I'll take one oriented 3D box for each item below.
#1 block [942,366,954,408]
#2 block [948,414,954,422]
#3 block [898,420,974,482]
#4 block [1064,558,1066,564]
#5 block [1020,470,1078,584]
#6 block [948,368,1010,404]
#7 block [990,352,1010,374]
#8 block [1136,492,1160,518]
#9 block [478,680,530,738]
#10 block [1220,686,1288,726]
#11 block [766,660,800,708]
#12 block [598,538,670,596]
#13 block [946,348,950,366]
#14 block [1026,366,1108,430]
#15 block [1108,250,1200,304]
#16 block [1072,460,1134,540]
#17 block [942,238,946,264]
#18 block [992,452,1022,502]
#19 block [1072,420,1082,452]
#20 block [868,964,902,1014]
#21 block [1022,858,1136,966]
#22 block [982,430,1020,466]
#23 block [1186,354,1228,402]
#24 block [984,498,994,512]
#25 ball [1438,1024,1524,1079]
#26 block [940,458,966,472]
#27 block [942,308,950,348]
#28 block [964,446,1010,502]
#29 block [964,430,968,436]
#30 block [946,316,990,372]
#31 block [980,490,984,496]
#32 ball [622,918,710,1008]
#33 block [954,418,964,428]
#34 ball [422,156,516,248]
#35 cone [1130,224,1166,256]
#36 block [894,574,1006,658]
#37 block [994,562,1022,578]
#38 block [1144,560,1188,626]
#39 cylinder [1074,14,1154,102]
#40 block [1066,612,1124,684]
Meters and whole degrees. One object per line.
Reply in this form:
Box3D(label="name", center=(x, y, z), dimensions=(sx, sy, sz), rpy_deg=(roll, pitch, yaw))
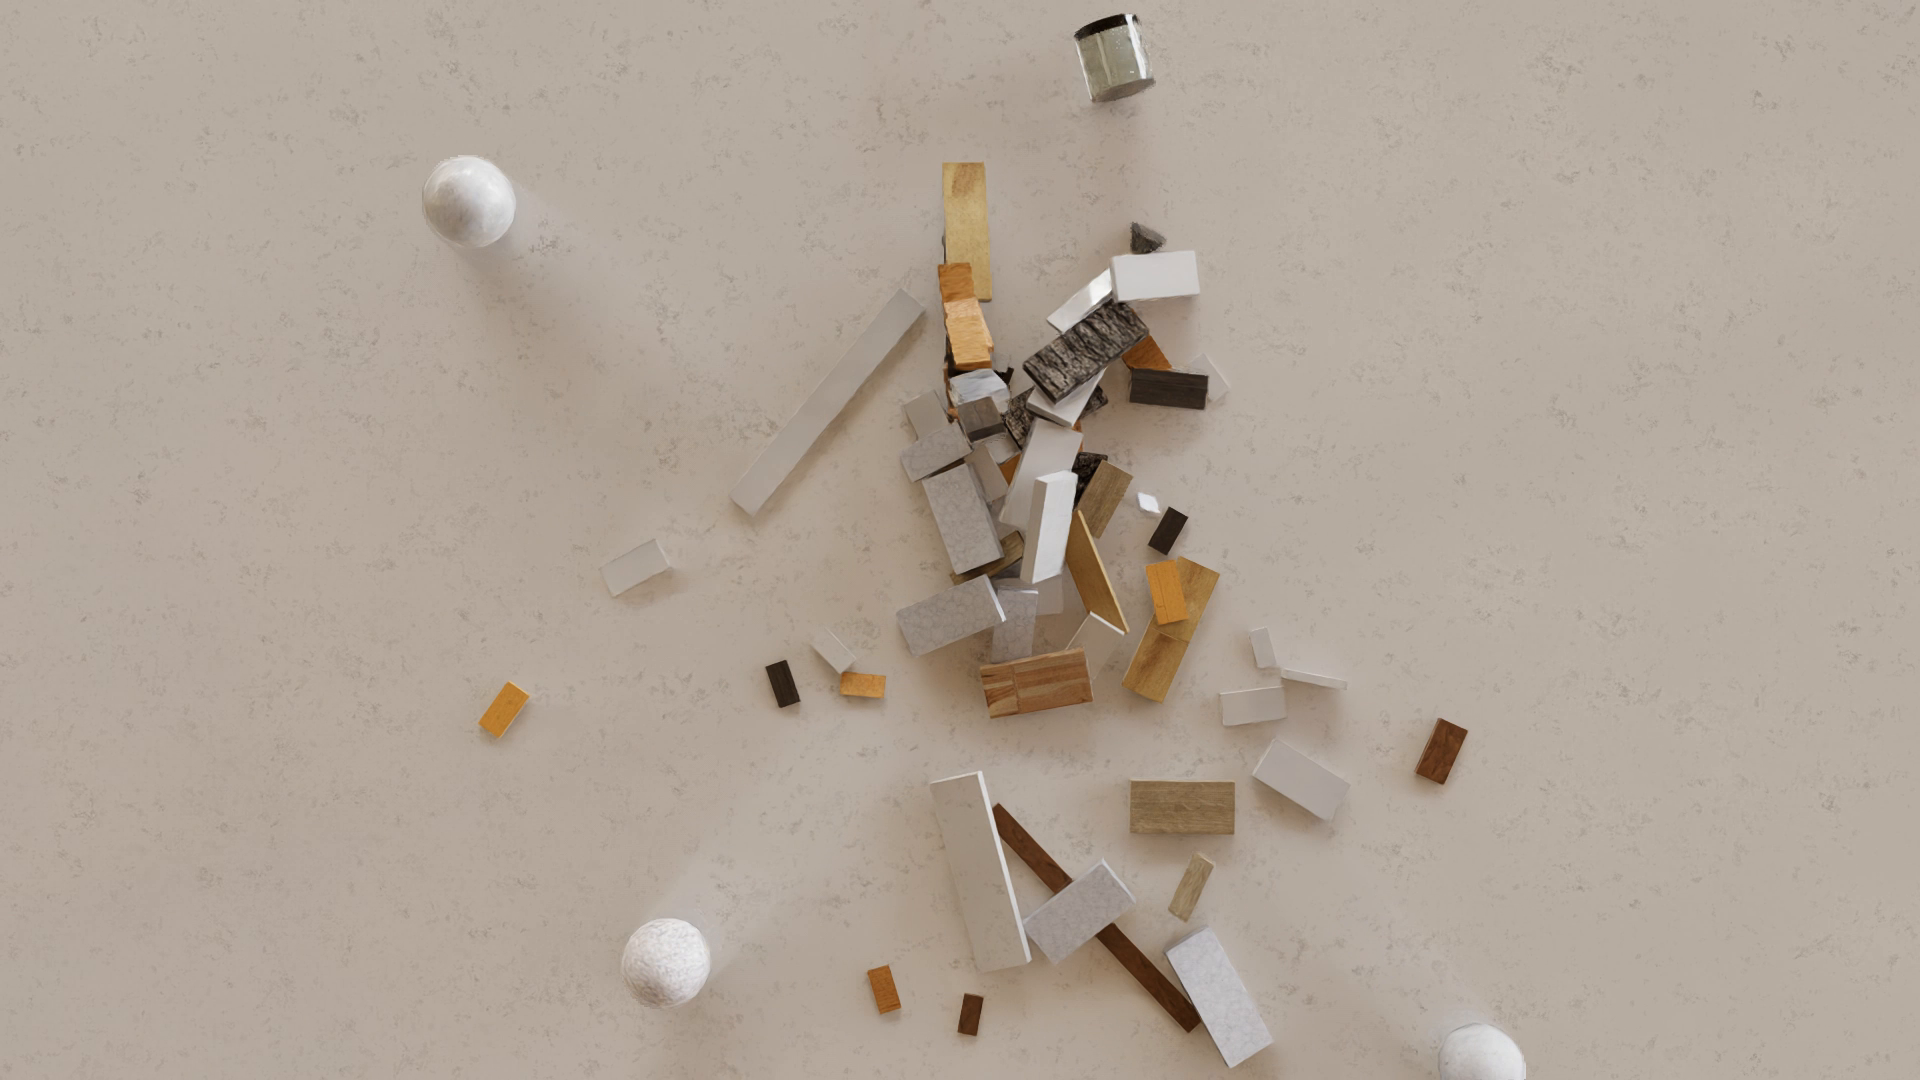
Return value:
Box3D(label="block", center=(-0.007, -0.496, 5.420), dimensions=(0.077, 0.022, 0.154), rpy_deg=(-8, 110, 3))
Box3D(label="block", center=(-0.001, -0.466, 5.459), dimensions=(0.077, 0.022, 0.154), rpy_deg=(0, 113, 0))
Box3D(label="block", center=(-0.081, -0.291, 5.444), dimensions=(0.230, 0.033, 0.115), rpy_deg=(-26, 90, 15))
Box3D(label="block", center=(0.319, 0.033, 5.490), dimensions=(0.146, 0.021, 0.073), rpy_deg=(16, 90, 0))
Box3D(label="block", center=(0.288, -0.043, 5.331), dimensions=(0.049, 0.172, 0.345), rpy_deg=(22, 114, 34))
Box3D(label="block", center=(0.059, -0.481, 5.224), dimensions=(0.140, 0.279, 0.040), rpy_deg=(-18, 111, -5))
Box3D(label="block", center=(0.104, -0.595, 5.479), dimensions=(0.118, 0.017, 0.059), rpy_deg=(14, 89, 12))
Box3D(label="block", center=(0.618, -0.116, 5.435), dimensions=(0.063, 0.127, 0.018), rpy_deg=(15, 115, -7))
Box3D(label="block", center=(-1.516, 0.563, 5.488), dimensions=(0.086, 0.024, 0.172), rpy_deg=(36, 90, 0))
Box3D(label="block", center=(0.976, 0.551, 5.485), dimensions=(0.212, 0.030, 0.106), rpy_deg=(-7, 90, 0))
Box3D(label="block", center=(-0.588, 0.479, 5.490), dimensions=(0.073, 0.021, 0.147), rpy_deg=(-19, 90, 0))
Box3D(label="block", center=(-1.083, 0.091, 5.485), dimensions=(0.212, 0.030, 0.106), rpy_deg=(-28, 90, 0))
Box3D(label="block", center=(-0.005, -0.573, 5.426), dimensions=(0.077, 0.022, 0.154), rpy_deg=(2, 130, -2))
Box3D(label="block", center=(0.368, -0.539, 5.405), dimensions=(0.165, 0.047, 0.330), rpy_deg=(27, 71, 11))
Box3D(label="block", center=(0.641, -0.868, 5.437), dimensions=(0.292, 0.041, 0.146), rpy_deg=(-7, 89, -17))
Box3D(label="block", center=(0.463, -0.135, 5.436), dimensions=(0.118, 0.033, 0.236), rpy_deg=(28, 98, -3))
Box3D(label="block", center=(-0.011, -0.921, 5.460), dimensions=(0.082, 0.023, 0.164), rpy_deg=(-4, 93, 1))
Box3D(label="block", center=(0.164, -0.222, 5.486), dimensions=(0.204, 0.029, 0.102), rpy_deg=(-33, 90, 0))
Box3D(label="block", center=(0.352, -0.353, 5.486), dimensions=(0.102, 0.029, 0.204), rpy_deg=(-5, 90, 0))
Box3D(label="block", center=(-0.251, 1.495, 5.490), dimensions=(0.073, 0.021, 0.147), rpy_deg=(-17, 90, 0))
Box3D(label="block", center=(0.392, 1.230, 5.450), dimensions=(0.346, 0.049, 0.173), rpy_deg=(-40, 90, 9))
Box3D(label="block", center=(0.183, -0.344, 5.463), dimensions=(0.204, 0.029, 0.102), rpy_deg=(-35, 77, -6))
Box3D(label="block", center=(0.823, -0.541, 5.490), dimensions=(0.073, 0.021, 0.147), rpy_deg=(-36, 90, 0))
Box3D(label="block", center=(0.029, -0.070, 5.462), dimensions=(0.085, 0.024, 0.170), rpy_deg=(35, 108, 0))
Box3D(label="ball", center=(1.693, 1.712, 5.367), dimensions=(0.266, 0.266, 0.266), rpy_deg=(0, 90, 0))
Box3D(label="block", center=(-0.018, -0.251, 5.494), dimensions=(0.091, 0.013, 0.045), rpy_deg=(-37, 90, 0))
Box3D(label="block", center=(-0.004, -0.691, 5.376), dimensions=(0.083, 0.024, 0.167), rpy_deg=(-7, 65, -6))
Box3D(label="block", center=(0.090, -0.216, 5.422), dimensions=(0.085, 0.024, 0.170), rpy_deg=(-29, 87, 17))
Box3D(label="block", center=(0.019, -0.340, 5.477), dimensions=(0.045, 0.013, 0.091), rpy_deg=(29, 109, -7))
Box3D(label="block", center=(0.024, -0.616, 5.157), dimensions=(0.110, 0.031, 0.221), rpy_deg=(-7, 47, -6))
Box3D(label="block", center=(0.068, -0.155, 5.463), dimensions=(0.170, 0.024, 0.085), rpy_deg=(-35, 89, 17))
Box3D(label="ball", center=(-0.954, 1.373, 5.358), dimensions=(0.284, 0.284, 0.284), rpy_deg=(0, 90, 0))
Box3D(label="block", center=(0.004, -0.378, 5.477), dimensions=(0.045, 0.013, 0.091), rpy_deg=(0, 112, 0))
Box3D(label="ball", center=(-1.592, -1.096, 5.356), dimensions=(0.289, 0.289, 0.289), rpy_deg=(0, 90, 0))
Box3D(label="cone", center=(0.596, -0.961, 5.471), dimensions=(0.130, 0.130, 0.130), rpy_deg=(27, 117, 0))
Box3D(label="block", center=(-0.032, 0.250, 5.430), dimensions=(0.330, 0.047, 0.165), rpy_deg=(-23, 90, 17))
Box3D(label="block", center=(0.175, 0.111, 5.490), dimensions=(0.146, 0.021, 0.073), rpy_deg=(7, 90, 0))
Box3D(label="block", center=(0.681, 0.172, 5.445), dimensions=(0.100, 0.028, 0.200), rpy_deg=(-13, 90, 0))
Box3D(label="cylinder", center=(0.504, -1.574, 5.393), dimensions=(0.215, 0.215, 0.215), rpy_deg=(-15, 90, 0))
Box3D(label="block", center=(0.416, 0.380, 5.447), dimensions=(0.131, 0.037, 0.263), rpy_deg=(32, 106, 0))
